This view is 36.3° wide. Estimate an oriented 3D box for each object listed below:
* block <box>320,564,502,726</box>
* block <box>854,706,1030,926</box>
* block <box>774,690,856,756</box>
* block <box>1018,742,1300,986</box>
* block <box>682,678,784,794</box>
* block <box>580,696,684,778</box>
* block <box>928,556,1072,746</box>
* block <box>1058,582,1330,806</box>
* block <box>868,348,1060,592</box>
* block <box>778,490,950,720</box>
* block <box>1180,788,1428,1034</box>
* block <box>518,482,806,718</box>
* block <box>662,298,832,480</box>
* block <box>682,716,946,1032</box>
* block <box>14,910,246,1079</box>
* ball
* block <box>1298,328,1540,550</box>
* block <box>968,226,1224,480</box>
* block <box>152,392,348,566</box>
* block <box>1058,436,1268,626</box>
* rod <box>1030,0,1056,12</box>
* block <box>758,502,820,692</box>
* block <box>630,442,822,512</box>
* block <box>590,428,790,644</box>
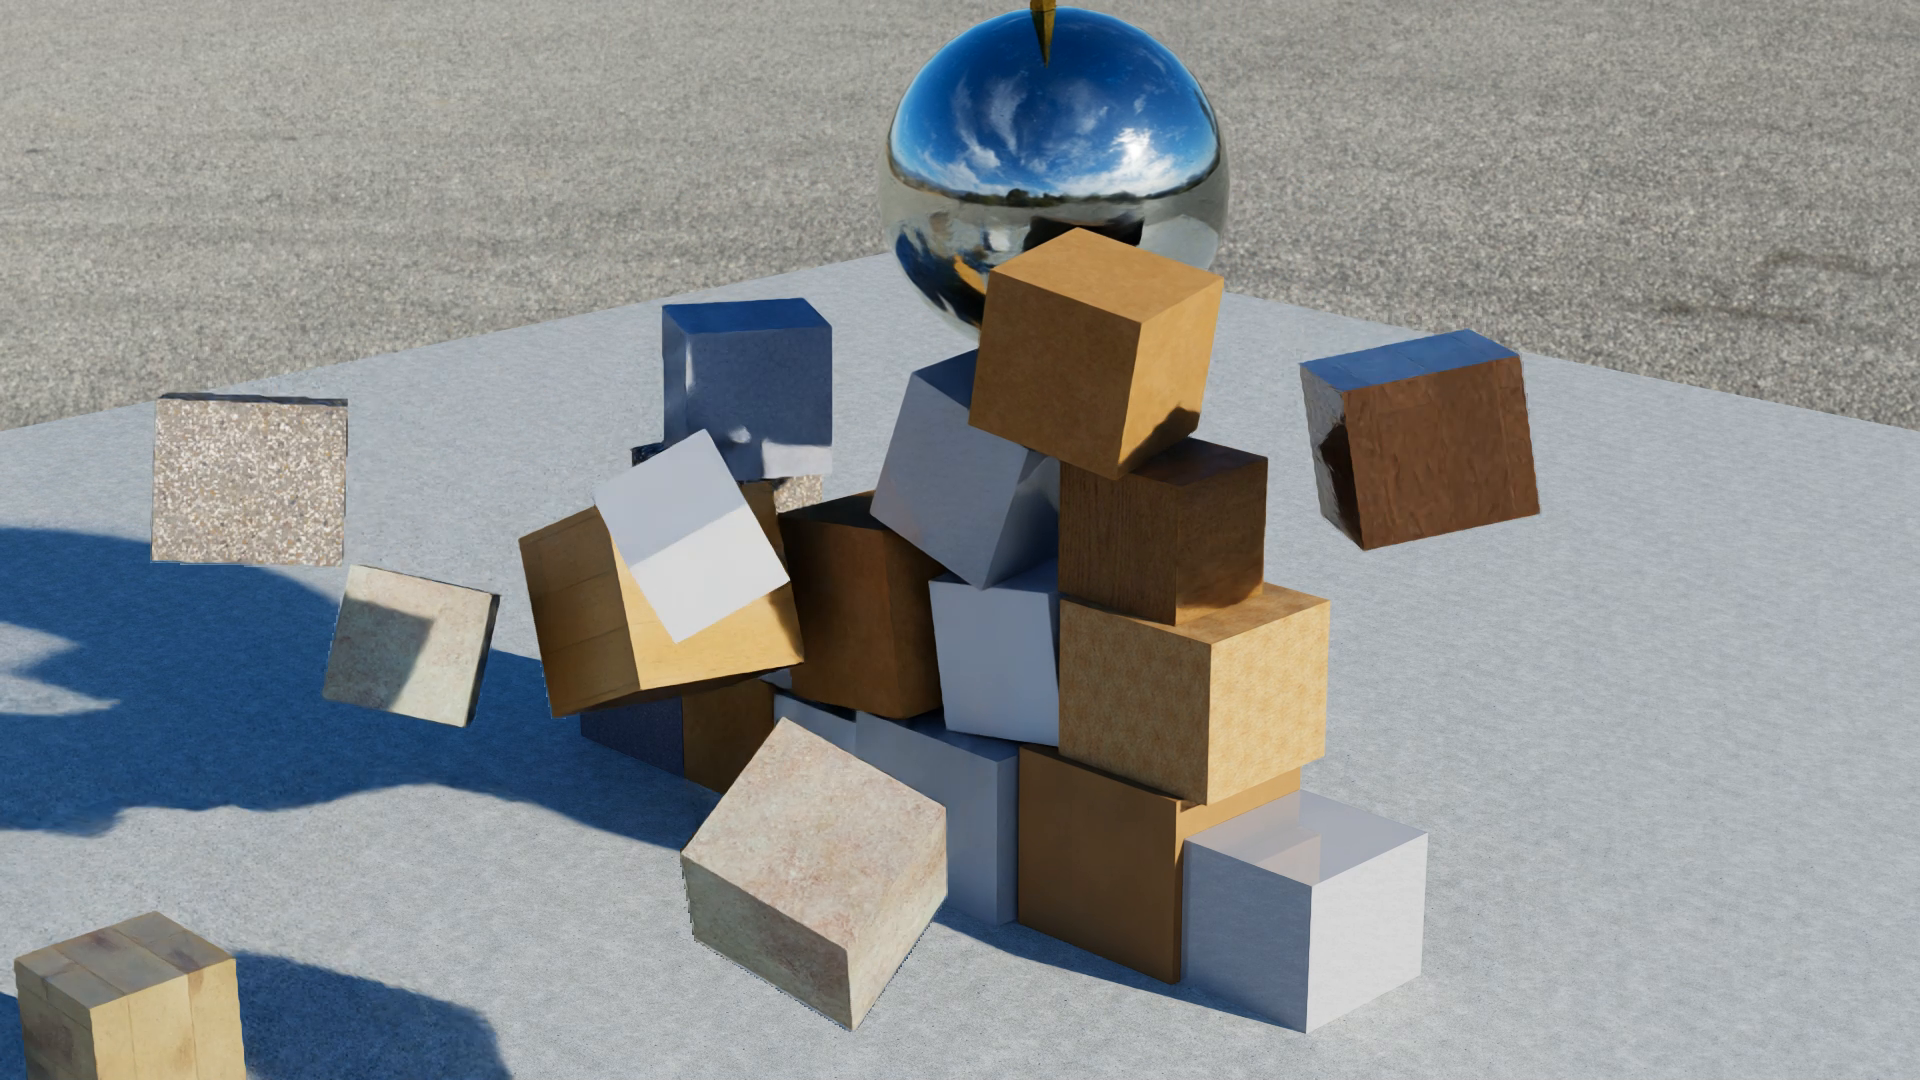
[{"bbox_3d":[-2.497,0.476,13.400,0.639,0.606,0.663,12,-2,-5],"label":"block"},{"bbox_3d":[0.160,1.142,13.409,0.890,0.780,0.912,-16,24,-42],"label":"block"},{"bbox_3d":[-0.367,1.021,14.049,0.749,0.627,0.715,-16,24,-42],"label":"block"},{"bbox_3d":[0.867,1.299,12.819,0.889,0.836,0.835,16,24,42],"label":"block"},{"bbox_3d":[-0.855,0.852,14.511,0.790,0.673,0.664,-16,24,-42],"label":"block"},{"bbox_3d":[-1.377,0.607,14.995,0.809,0.852,0.828,-16,24,-42],"label":"block"},{"bbox_3d":[0.359,0.450,13.001,0.659,0.694,0.658,5,19,39],"label":"block"},{"bbox_3d":[0.996,0.589,12.508,0.829,0.706,0.786,16,24,42],"label":"block"},{"bbox_3d":[0.144,-0.335,12.806,0.664,0.734,0.658,35,35,25],"label":"block"},{"bbox_3d":[-0.253,0.260,13.508,0.811,0.862,0.801,-15,15,-38],"label":"block"},{"bbox_3d":[1.445,1.546,12.334,0.677,0.654,0.776,17,24,42],"label":"block"},{"bbox_3d":[-1.349,0.270,13.235,0.855,0.832,0.847,-8,-6,-36],"label":"block"},{"bbox_3d":[-1.025,-0.725,14.089,0.702,0.728,0.587,-4,19,-16],"label":"block"},{"bbox_3d":[-0.500,1.181,10.345,0.676,0.696,0.628,28,62,16],"label":"block"},{"bbox_3d":[-3.197,1.888,11.313,0.606,0.607,0.597,-17,24,-41],"label":"block"},{"bbox_3d":[0.425,-1.609,13.281,1.600,1.600,1.600,0,17,0],"label":"ball"},{"bbox_3d":[1.825,-0.410,11.698,0.718,0.644,0.634,-12,15,-6],"label":"block"},{"bbox_3d":[0.568,-0.789,12.238,0.718,0.702,0.716,22,30,25],"label":"block"},{"bbox_3d":[-3.052,-0.270,12.661,0.779,0.678,0.738,2,5,-11],"label":"block"},{"bbox_3d":[0.854,-0.065,12.384,0.649,0.608,0.579,17,25,41],"label":"block"},{"bbox_3d":[0.184,-4.764,12.037,0.080,5.200,0.080,17,30,42],"label":"rod"},{"bbox_3d":[-0.725,0.269,14.120,0.661,0.674,0.647,-15,23,-39],"label":"block"},{"bbox_3d":[-1.151,-0.084,14.510,0.702,0.755,0.627,-14,24,-39],"label":"block"},{"bbox_3d":[-1.067,-0.015,11.611,0.521,0.498,0.483,-29,48,-3],"label":"block"}]
